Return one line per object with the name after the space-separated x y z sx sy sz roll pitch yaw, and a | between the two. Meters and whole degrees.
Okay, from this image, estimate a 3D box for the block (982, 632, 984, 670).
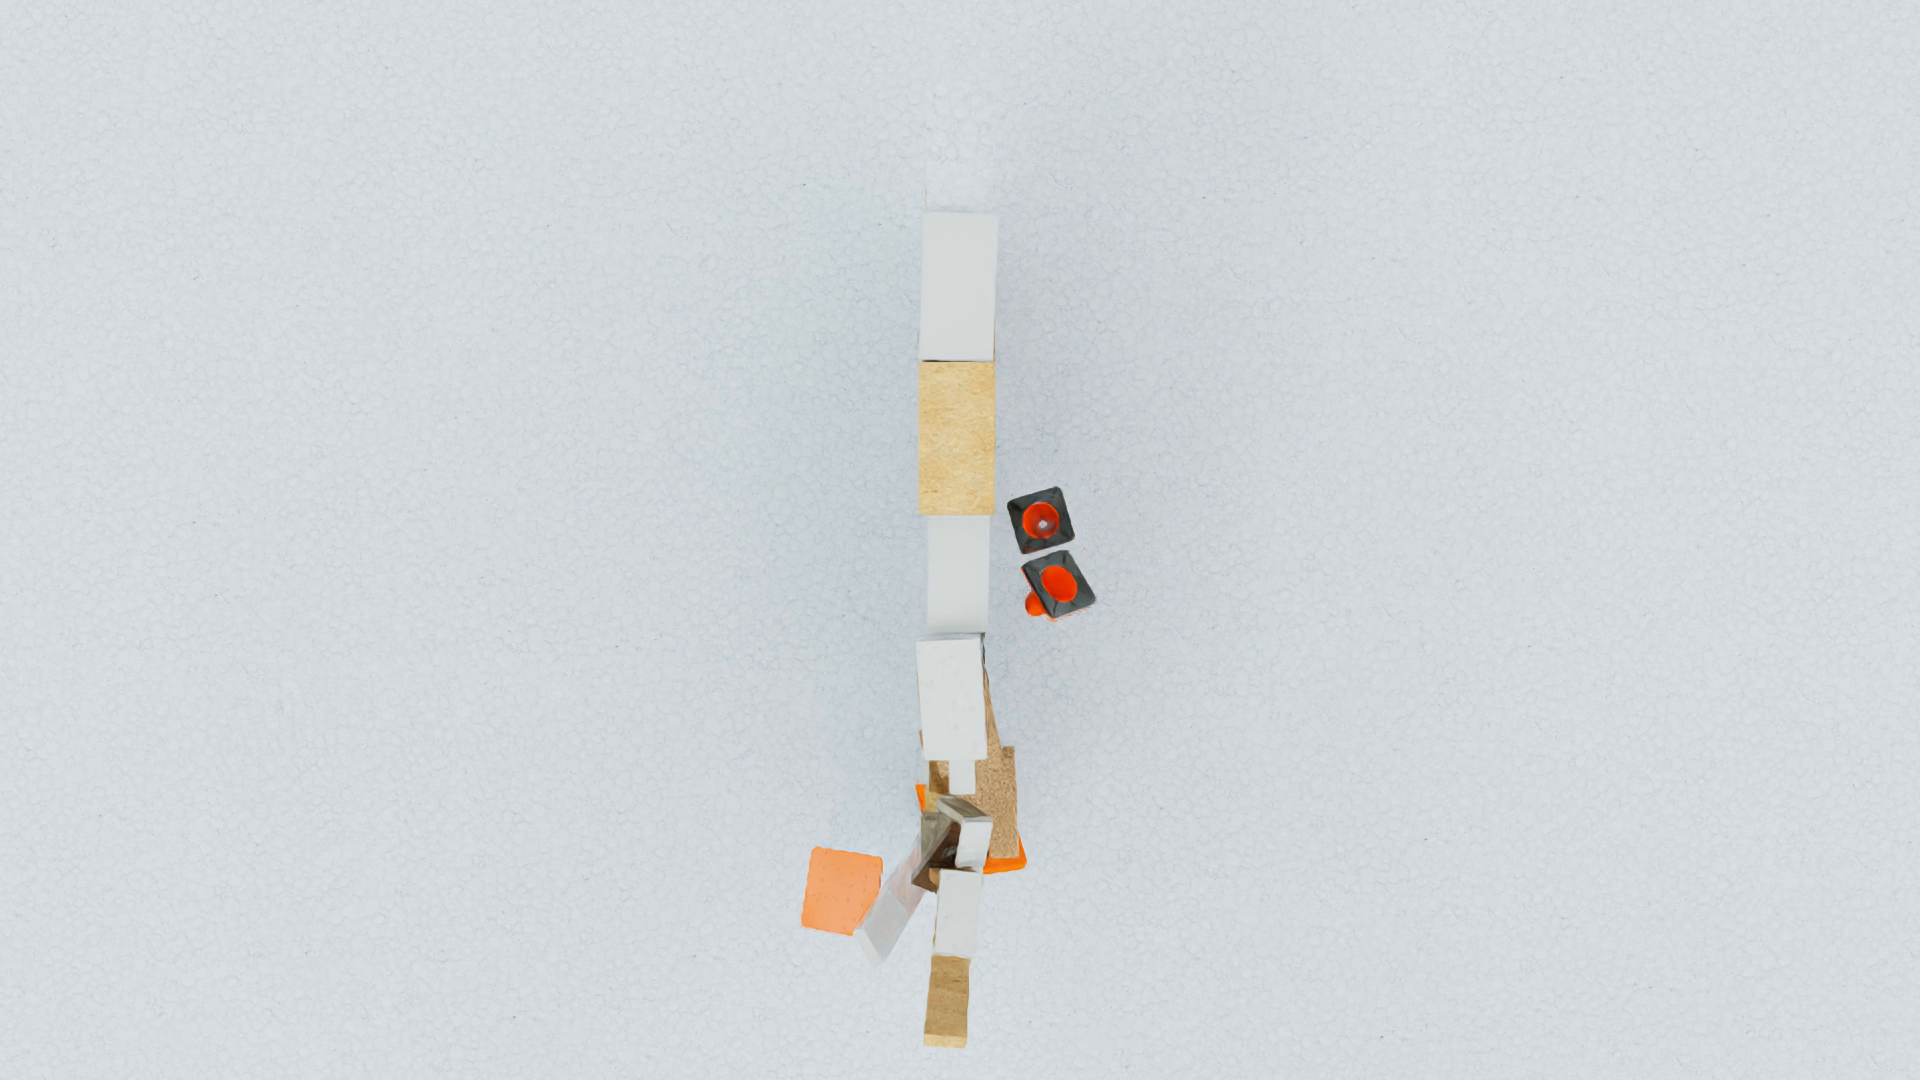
0.001 0.253 4.821 0.143 0.040 0.285 1 90 0 | block

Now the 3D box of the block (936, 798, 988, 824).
0.007 0.704 4.275 0.074 0.148 0.021 0 102 -32 | block

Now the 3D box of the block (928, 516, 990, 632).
-0.004 0.073 3.842 0.140 0.040 0.280 1 89 0 | block

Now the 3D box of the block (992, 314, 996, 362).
-0.005 -0.372 4.043 0.178 0.050 0.356 1 90 0 | block

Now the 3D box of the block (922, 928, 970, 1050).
-0.018 1.113 4.758 0.105 1.495 0.030 5 98 1 | block

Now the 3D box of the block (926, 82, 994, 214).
0.000 -0.877 3.712 0.148 0.042 0.296 1 90 0 | block

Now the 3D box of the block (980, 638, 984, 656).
-0.019 0.263 3.997 0.145 0.405 0.041 3 89 2 | block

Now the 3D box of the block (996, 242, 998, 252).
0.002 -0.669 3.860 0.163 0.337 0.046 0 90 0 | block

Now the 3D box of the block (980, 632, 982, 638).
-0.006 0.271 4.654 0.130 0.293 0.037 1 89 0 | block

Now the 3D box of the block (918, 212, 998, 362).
-0.003 -0.559 3.668 0.163 0.046 0.327 2 90 0 | block

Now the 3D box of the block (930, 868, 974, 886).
-0.014 0.882 4.312 0.105 0.210 0.030 0 84 -9 | block

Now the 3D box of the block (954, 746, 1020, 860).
0.069 0.711 4.437 0.168 0.048 0.338 -2 119 2 | block

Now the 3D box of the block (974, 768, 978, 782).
0.011 0.611 4.193 0.063 0.126 0.018 -15 95 5 | block

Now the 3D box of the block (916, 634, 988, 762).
-0.018 0.363 3.794 0.145 0.041 0.290 -3 104 4 | block

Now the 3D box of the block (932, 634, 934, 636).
-0.011 0.356 4.489 0.130 0.037 0.259 2 90 0 | block

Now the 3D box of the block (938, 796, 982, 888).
0.001 0.834 4.557 0.129 0.036 0.257 1 104 -4 | block

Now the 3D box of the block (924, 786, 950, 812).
-0.038 0.827 4.689 0.129 0.036 0.257 4 51 -4 | block

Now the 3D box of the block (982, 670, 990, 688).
-0.008 0.377 4.301 0.168 0.336 0.048 -8 84 0 | block

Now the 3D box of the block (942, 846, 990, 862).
0.015 0.822 4.320 0.074 0.148 0.021 19 66 -17 | block

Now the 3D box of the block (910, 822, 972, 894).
-0.028 0.862 4.436 0.113 0.032 0.227 26 120 -14 | block

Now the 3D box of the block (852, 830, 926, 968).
-0.165 1.029 4.832 0.032 0.885 0.113 -29 92 13 | block

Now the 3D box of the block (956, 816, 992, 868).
0.036 0.771 4.207 0.074 0.021 0.148 1 121 -14 | block

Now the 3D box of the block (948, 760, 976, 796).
0.005 0.579 4.087 0.063 0.018 0.126 -2 125 -1 | block

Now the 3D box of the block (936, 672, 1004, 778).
0.007 0.474 4.189 0.168 0.336 0.048 -9 46 3 | block

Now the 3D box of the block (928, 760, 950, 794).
-0.023 0.618 4.642 0.129 0.257 0.036 6 121 -5 | block

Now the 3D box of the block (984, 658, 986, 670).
-0.007 0.531 5.150 0.163 0.046 0.327 2 90 0 | block

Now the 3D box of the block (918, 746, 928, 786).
-0.024 0.559 4.789 0.158 0.045 0.315 7 90 0 | block

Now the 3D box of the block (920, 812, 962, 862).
-0.048 0.834 4.461 0.113 0.032 0.227 4 123 3 | block

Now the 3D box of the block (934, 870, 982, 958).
-0.006 0.940 4.151 0.105 0.030 0.210 7 63 -6 | block

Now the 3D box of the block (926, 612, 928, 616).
-0.004 0.167 4.031 0.140 0.338 0.040 5 89 1 | block

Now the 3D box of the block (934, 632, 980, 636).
-0.005 0.203 4.217 0.116 0.033 0.232 4 90 1 | block

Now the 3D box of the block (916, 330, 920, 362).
-0.015 -0.438 3.854 0.163 0.327 0.046 7 90 0 | block

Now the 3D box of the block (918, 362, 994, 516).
-0.007 -0.224 3.658 0.168 0.048 0.337 0 90 0 | block

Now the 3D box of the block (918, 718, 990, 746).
-0.010 0.464 3.990 0.145 0.290 0.041 -10 84 4 | block
